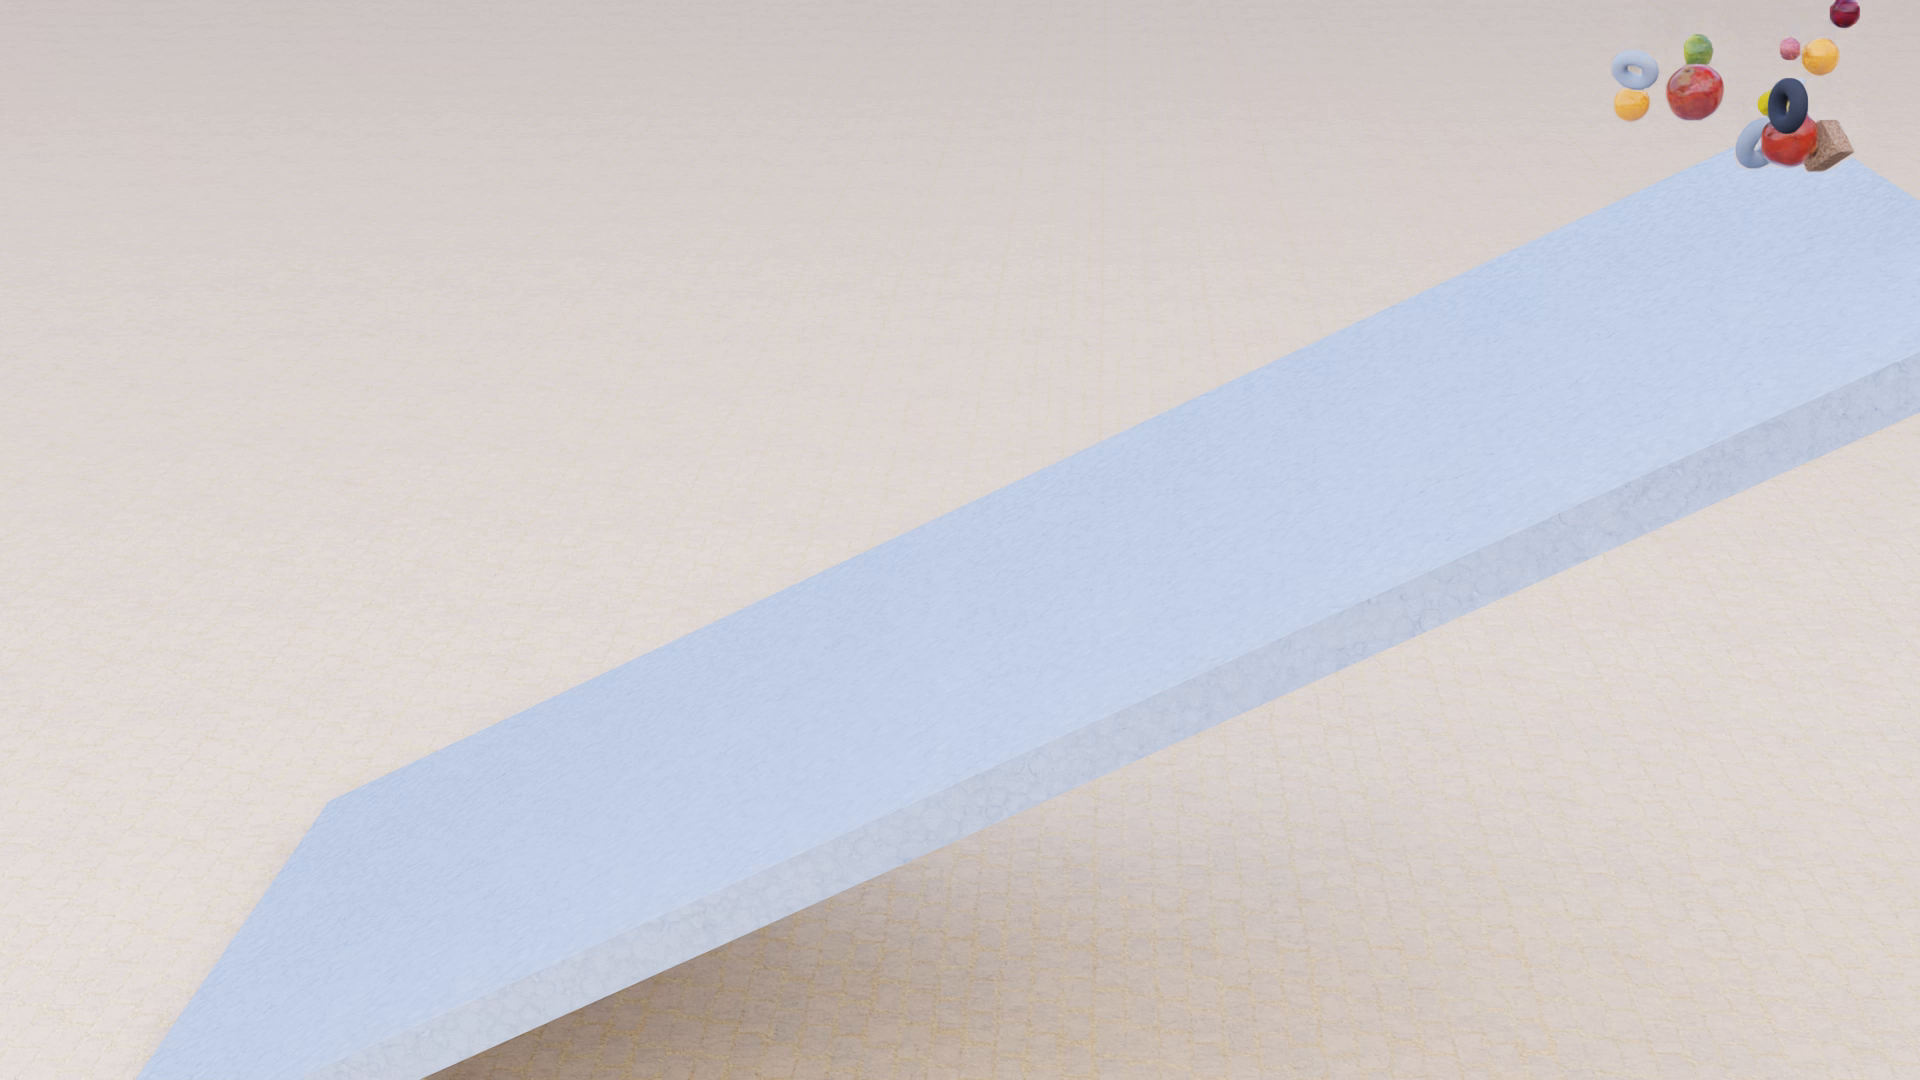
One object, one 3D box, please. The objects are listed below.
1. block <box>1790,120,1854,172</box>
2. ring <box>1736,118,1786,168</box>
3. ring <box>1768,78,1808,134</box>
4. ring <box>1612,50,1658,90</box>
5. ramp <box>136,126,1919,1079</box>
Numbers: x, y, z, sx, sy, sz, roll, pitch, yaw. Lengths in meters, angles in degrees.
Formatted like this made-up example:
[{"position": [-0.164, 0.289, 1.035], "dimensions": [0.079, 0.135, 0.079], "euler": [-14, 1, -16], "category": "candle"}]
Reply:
[{"position": [1.746, -0.798, 5.953], "dimensions": [0.076, 0.076, 0.076], "euler": [-8, -20, -48], "category": "block"}, {"position": [1.644, -0.816, 6.042], "dimensions": [0.115, 0.115, 0.038], "euler": [-8, 38, -25], "category": "ring"}, {"position": [1.598, -0.838, 5.677], "dimensions": [0.036, 0.108, 0.108], "euler": [-2, 16, -18], "category": "ring"}, {"position": [1.329, -0.926, 5.793], "dimensions": [0.094, 0.094, 0.031], "euler": [9, 52, 27], "category": "ring"}, {"position": [0.138, 0.168, 6.281], "dimensions": [4.000, 0.100, 2.000], "euler": [-25, 14, 10], "category": "ramp"}]
